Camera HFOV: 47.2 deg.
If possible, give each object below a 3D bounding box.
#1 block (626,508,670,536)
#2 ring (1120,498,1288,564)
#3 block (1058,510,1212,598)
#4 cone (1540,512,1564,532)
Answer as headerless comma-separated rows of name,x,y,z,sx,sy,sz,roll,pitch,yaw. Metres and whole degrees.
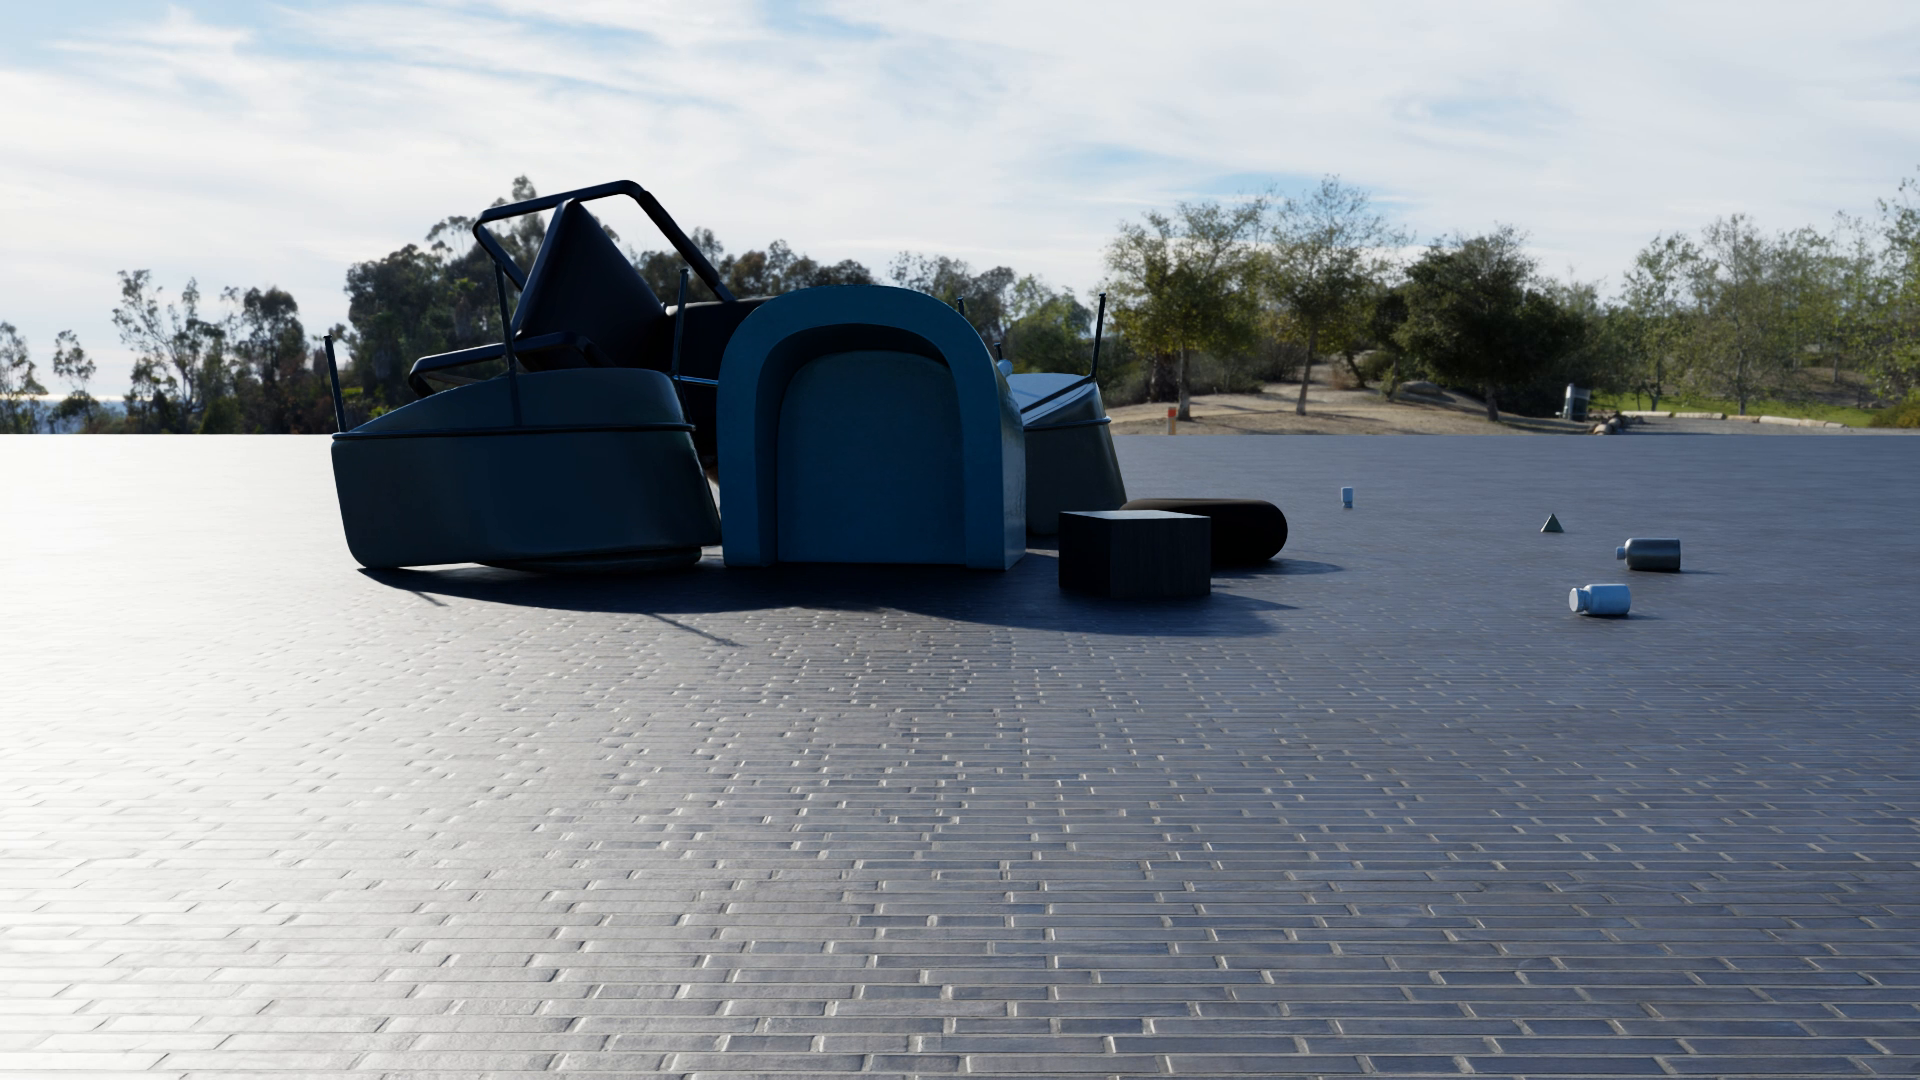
block,-0.963,-0.056,6.783,0.096,0.079,0.112,1,4,14
ring,0.631,-0.027,5.794,0.459,0.159,0.463,-1,3,-36
block,0.387,0.028,4.908,0.238,0.169,0.301,-1,4,-19
cone,1.868,-0.056,6.930,0.074,0.060,0.042,1,4,20
